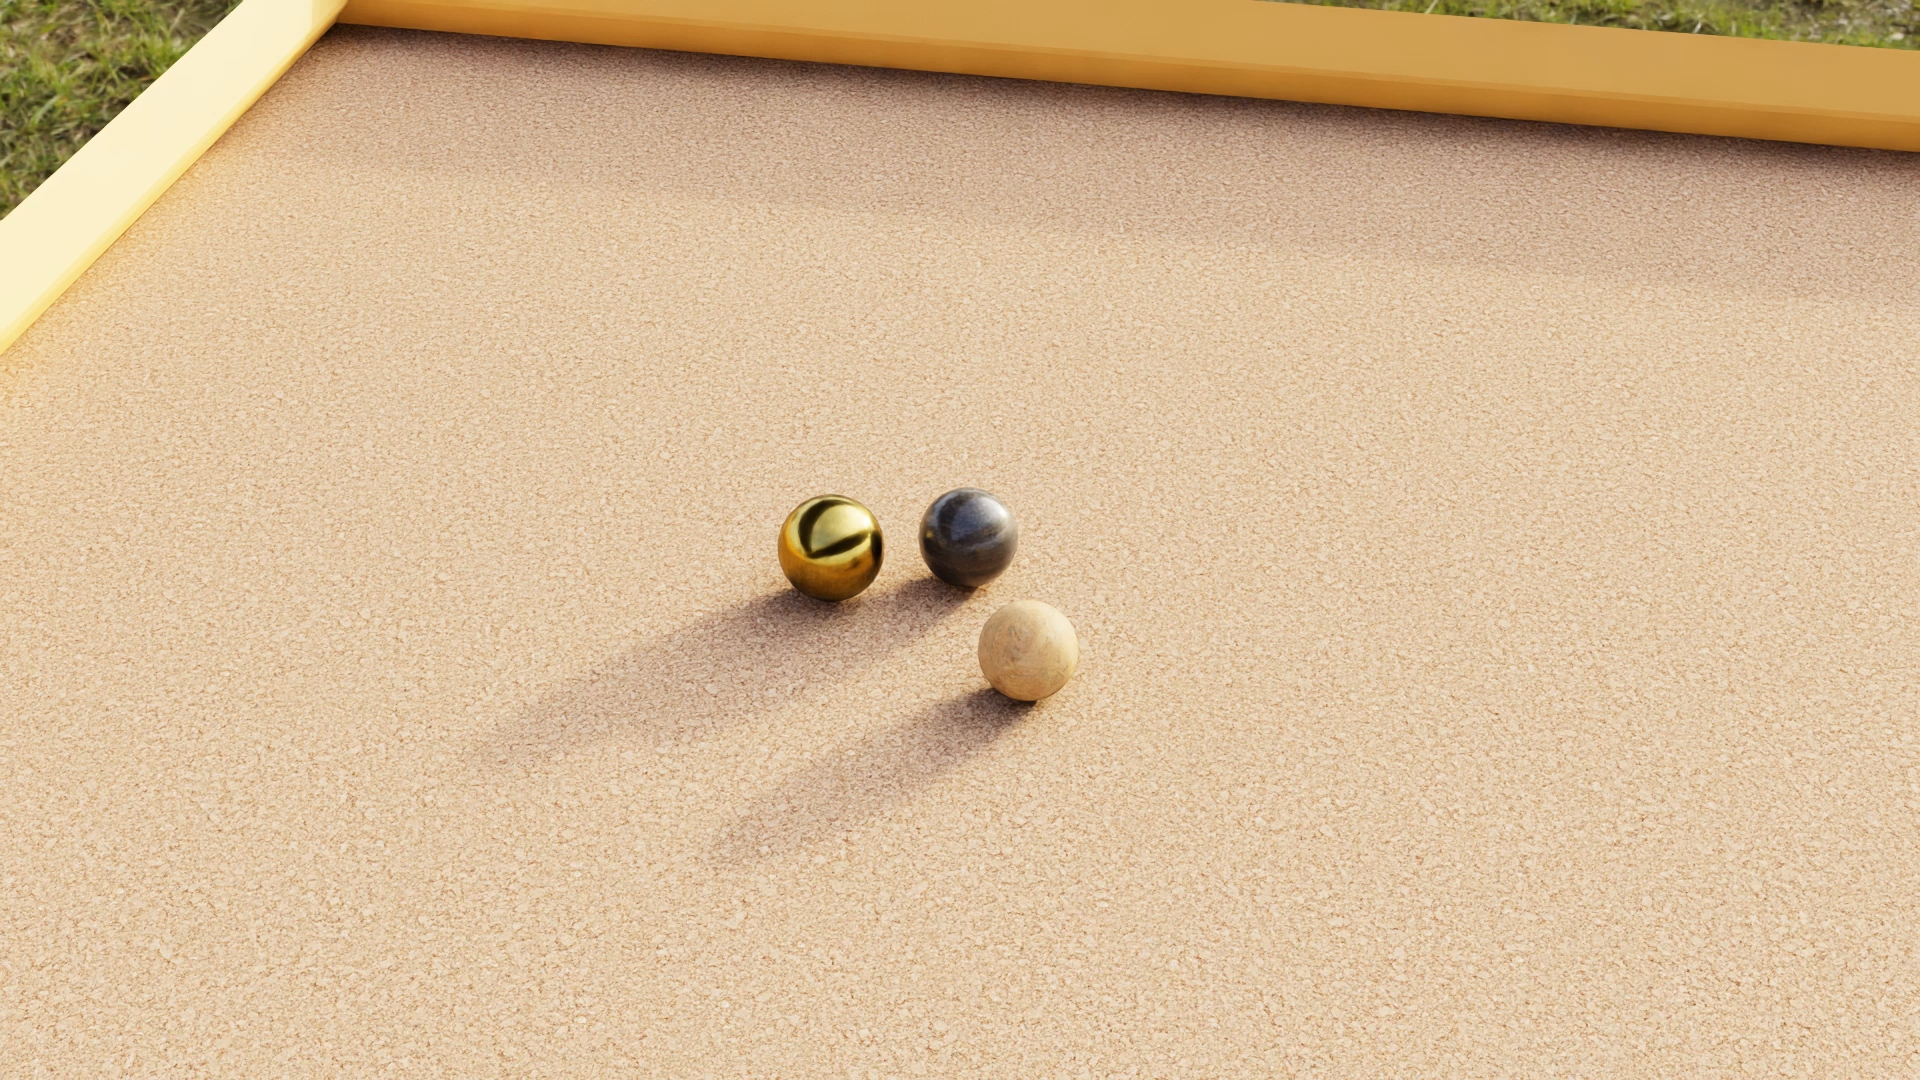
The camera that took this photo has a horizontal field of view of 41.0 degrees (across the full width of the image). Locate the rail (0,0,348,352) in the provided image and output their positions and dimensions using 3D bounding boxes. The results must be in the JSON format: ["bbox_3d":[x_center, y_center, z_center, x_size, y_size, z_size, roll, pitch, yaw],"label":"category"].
[{"bbox_3d":[-0.850,-0.107,2.065,0.045,0.105,1.845,6,35,9],"label":"rail"}]

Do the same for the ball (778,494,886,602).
[{"bbox_3d":[-0.096,0.006,1.922,0.081,0.081,0.081,0,34,0],"label":"ball"}]

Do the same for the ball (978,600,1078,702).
[{"bbox_3d":[0.048,0.078,1.823,0.072,0.072,0.072,0,34,0],"label":"ball"}]

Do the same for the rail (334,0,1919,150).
[{"bbox_3d":[1.048,-0.411,2.511,3.562,0.105,0.045,6,35,9],"label":"rail"}]

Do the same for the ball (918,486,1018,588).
[{"bbox_3d":[0.006,-0.002,1.937,0.076,0.076,0.076,0,34,0],"label":"ball"}]
